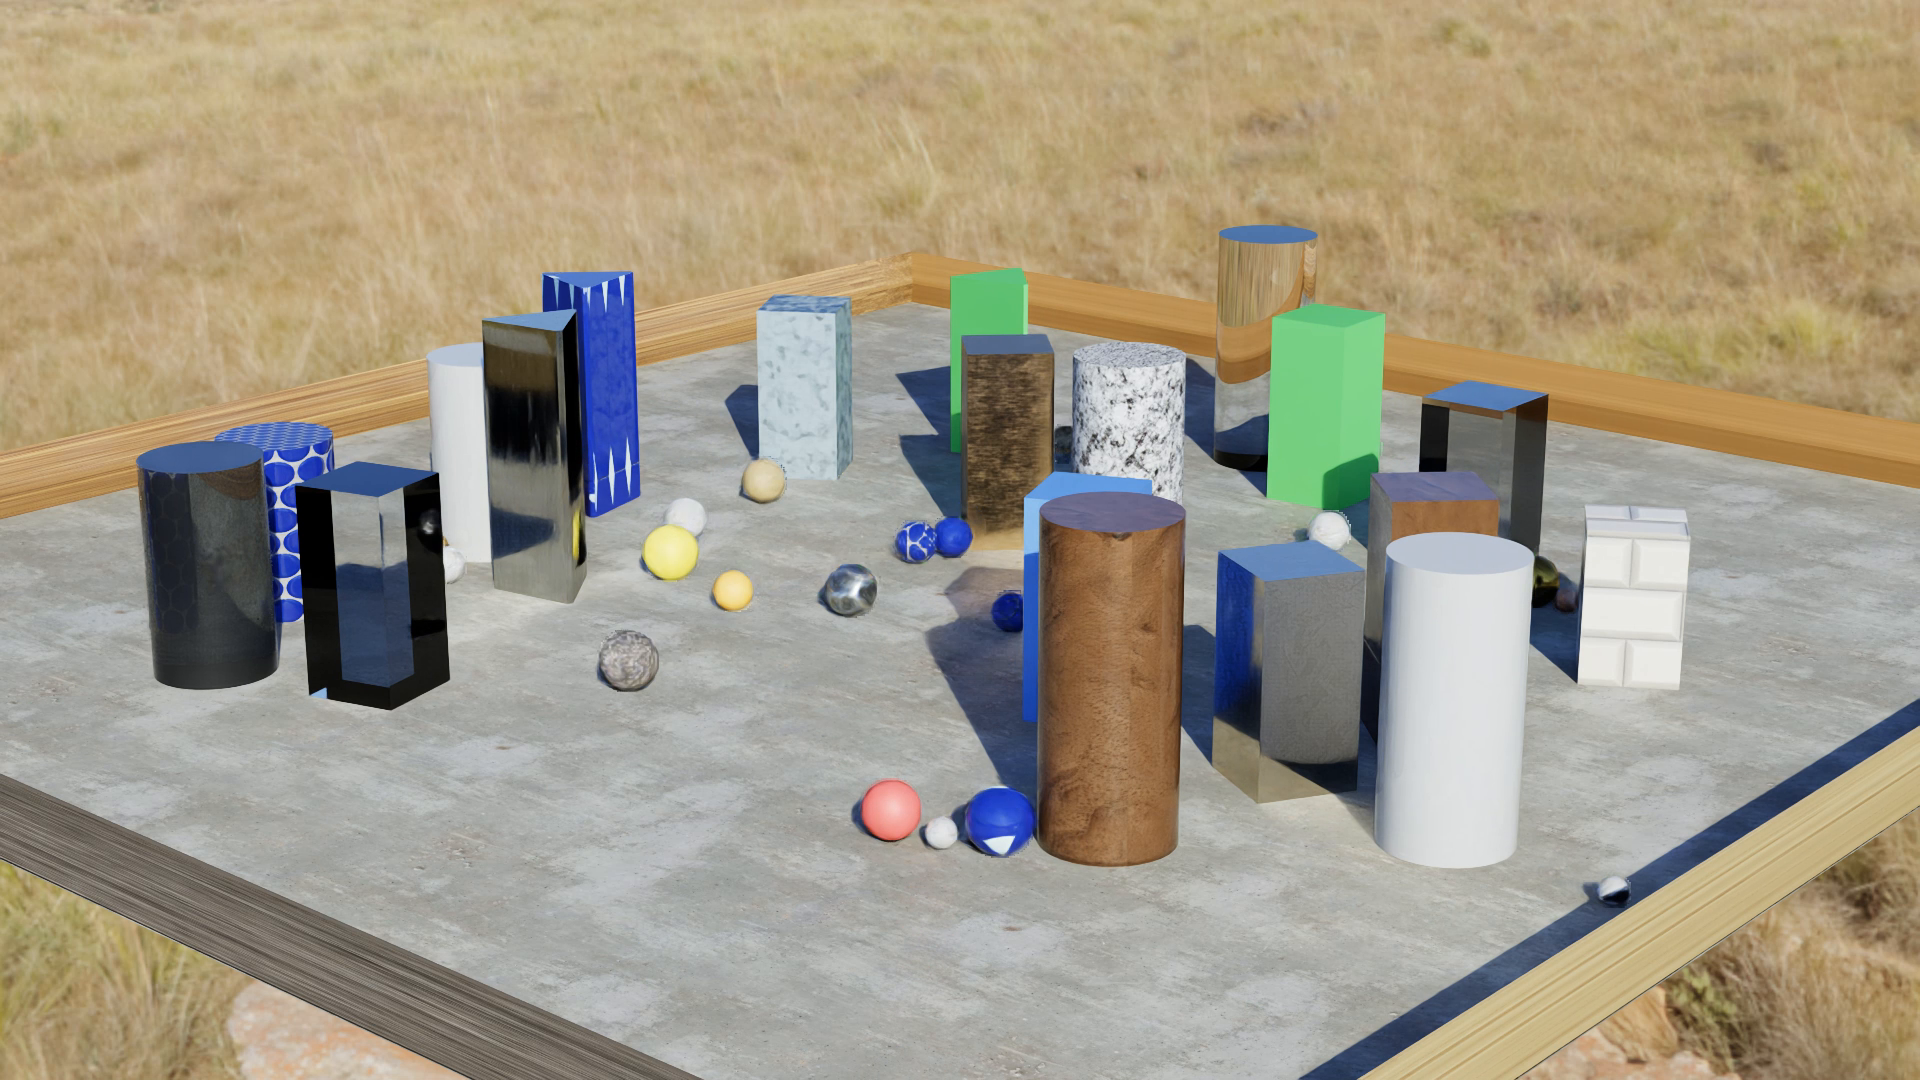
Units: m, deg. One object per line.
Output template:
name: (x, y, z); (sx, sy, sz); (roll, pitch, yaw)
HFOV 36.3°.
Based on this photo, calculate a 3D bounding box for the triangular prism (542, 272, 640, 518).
triangular prism: (-0.688, -0.288, 5.636); (0.148, 0.446, 0.171); (-11, 20, -33)

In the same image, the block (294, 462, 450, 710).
block: (-0.924, 0.070, 4.620); (0.158, 0.346, 0.158); (8, 18, 25)

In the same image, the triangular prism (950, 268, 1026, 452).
triangular prism: (0.090, -0.367, 6.037); (0.171, 0.366, 0.148); (8, 19, 26)

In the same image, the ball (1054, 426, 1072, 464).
ball: (0.217, -0.195, 5.964); (0.077, 0.077, 0.077); (0, 17, 0)

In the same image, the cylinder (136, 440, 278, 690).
cylinder: (-1.206, 0.039, 4.704); (0.197, 0.357, 0.197); (0, 17, 0)

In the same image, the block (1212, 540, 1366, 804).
block: (0.474, 0.189, 4.246); (0.158, 0.334, 0.158); (-6, 18, -19)

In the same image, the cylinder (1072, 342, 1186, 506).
cylinder: (0.296, -0.129, 5.177); (0.197, 0.406, 0.197); (0, 17, 0)

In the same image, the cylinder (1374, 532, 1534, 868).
cylinder: (0.673, 0.217, 4.009); (0.197, 0.417, 0.197); (0, 17, 0)

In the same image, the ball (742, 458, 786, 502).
ball: (-0.381, -0.115, 5.687); (0.086, 0.086, 0.086); (0, 17, 0)

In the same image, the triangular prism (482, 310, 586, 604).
triangular prism: (-0.710, -0.152, 5.119); (0.171, 0.484, 0.148); (10, 20, 30)

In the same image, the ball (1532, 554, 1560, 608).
ball: (0.988, 0.071, 5.058); (0.092, 0.092, 0.092); (0, 17, 0)

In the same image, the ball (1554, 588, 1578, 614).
ball: (1.041, 0.104, 5.033); (0.043, 0.043, 0.043); (0, 17, 0)

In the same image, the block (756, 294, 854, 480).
block: (-0.310, -0.307, 5.883); (0.158, 0.340, 0.158); (3, 17, 9)

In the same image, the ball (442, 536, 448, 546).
ball: (-0.953, 0.014, 5.309); (0.055, 0.055, 0.055); (0, 17, 0)

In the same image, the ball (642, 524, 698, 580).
ball: (-0.514, 0.022, 5.208); (0.099, 0.099, 0.099); (0, 17, 0)

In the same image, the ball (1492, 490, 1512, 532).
ball: (0.988, -0.051, 5.478); (0.083, 0.083, 0.083); (0, 17, 0)

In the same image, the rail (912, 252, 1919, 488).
rail: (1.135, -0.345, 6.371); (3.374, 0.128, 0.045); (14, 22, 39)

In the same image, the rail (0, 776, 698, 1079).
rail: (-1.135, 0.409, 3.869); (3.374, 0.128, 0.045); (14, 22, 39)

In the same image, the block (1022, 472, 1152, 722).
block: (0.197, 0.093, 4.522); (0.158, 0.358, 0.158); (5, 18, 17)

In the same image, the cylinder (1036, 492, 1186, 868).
cylinder: (0.205, 0.189, 4.005); (0.197, 0.474, 0.197); (0, 17, 0)

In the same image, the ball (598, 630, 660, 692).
ball: (-0.525, 0.192, 4.650); (0.096, 0.096, 0.096); (0, 17, 0)

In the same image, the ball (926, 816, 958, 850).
ball: (-0.025, 0.403, 4.035); (0.046, 0.046, 0.046); (0, 17, 0)

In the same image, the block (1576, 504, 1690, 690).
block: (1.079, 0.090, 4.711); (0.158, 0.256, 0.158); (3, 17, 10)

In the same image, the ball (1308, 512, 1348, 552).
ball: (0.674, -0.015, 5.371); (0.075, 0.075, 0.075); (0, 17, 0)

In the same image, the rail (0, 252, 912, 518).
rail: (-1.256, -0.283, 6.164); (0.045, 0.128, 3.509); (14, 22, 39)

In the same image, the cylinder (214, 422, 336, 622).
cylinder: (-1.168, -0.032, 5.036); (0.197, 0.302, 0.197); (0, 17, 0)

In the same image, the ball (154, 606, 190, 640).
ball: (-1.315, 0.138, 4.893); (0.058, 0.058, 0.058); (0, 17, 0)

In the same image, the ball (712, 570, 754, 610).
ball: (-0.390, 0.087, 5.043); (0.069, 0.069, 0.069); (0, 17, 0)

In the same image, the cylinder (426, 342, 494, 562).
cylinder: (-0.866, -0.162, 5.360); (0.197, 0.363, 0.197); (0, 17, 0)

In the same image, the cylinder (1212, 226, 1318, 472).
cylinder: (0.617, -0.389, 5.934); (0.197, 0.466, 0.197); (0, 17, 0)

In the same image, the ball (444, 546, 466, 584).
ball: (-0.909, 0.044, 5.190); (0.067, 0.067, 0.067); (0, 17, 0)

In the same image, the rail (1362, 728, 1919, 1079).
rail: (1.256, 0.347, 4.076); (0.045, 0.128, 3.509); (14, 22, 39)

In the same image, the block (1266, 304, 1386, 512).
block: (0.709, -0.259, 5.688); (0.158, 0.361, 0.158); (12, 21, 35)

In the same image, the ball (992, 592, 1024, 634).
ball: (0.088, 0.122, 4.928); (0.069, 0.069, 0.069); (0, 17, 0)

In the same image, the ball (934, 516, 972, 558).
ball: (-0.014, -0.005, 5.343); (0.073, 0.073, 0.073); (0, 17, 0)

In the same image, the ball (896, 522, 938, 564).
ball: (-0.078, 0.004, 5.305); (0.077, 0.077, 0.077); (0, 17, 0)

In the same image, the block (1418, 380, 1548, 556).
block: (0.908, -0.082, 5.115); (0.158, 0.351, 0.158); (13, 21, 38)

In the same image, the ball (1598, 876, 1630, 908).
ball: (0.858, 0.462, 3.849); (0.041, 0.041, 0.041); (0, 17, 0)

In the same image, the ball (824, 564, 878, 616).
ball: (-0.186, 0.085, 5.013); (0.091, 0.091, 0.091); (0, 17, 0)

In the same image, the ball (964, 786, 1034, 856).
ball: (0.054, 0.384, 4.012); (0.096, 0.096, 0.096); (0, 17, 0)

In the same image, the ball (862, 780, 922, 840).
ball: (-0.095, 0.375, 4.063); (0.084, 0.084, 0.084); (0, 17, 0)

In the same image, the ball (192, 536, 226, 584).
ball: (-1.315, 0.036, 5.190); (0.083, 0.083, 0.083); (0, 17, 0)

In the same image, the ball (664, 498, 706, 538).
ball: (-0.510, -0.040, 5.448); (0.079, 0.079, 0.079); (0, 17, 0)

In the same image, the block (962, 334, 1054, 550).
block: (0.086, -0.181, 5.414); (0.158, 0.369, 0.158); (-1, 17, -4)

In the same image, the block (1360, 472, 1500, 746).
block: (0.704, 0.108, 4.411); (0.158, 0.393, 0.158); (-1, 17, -4)
